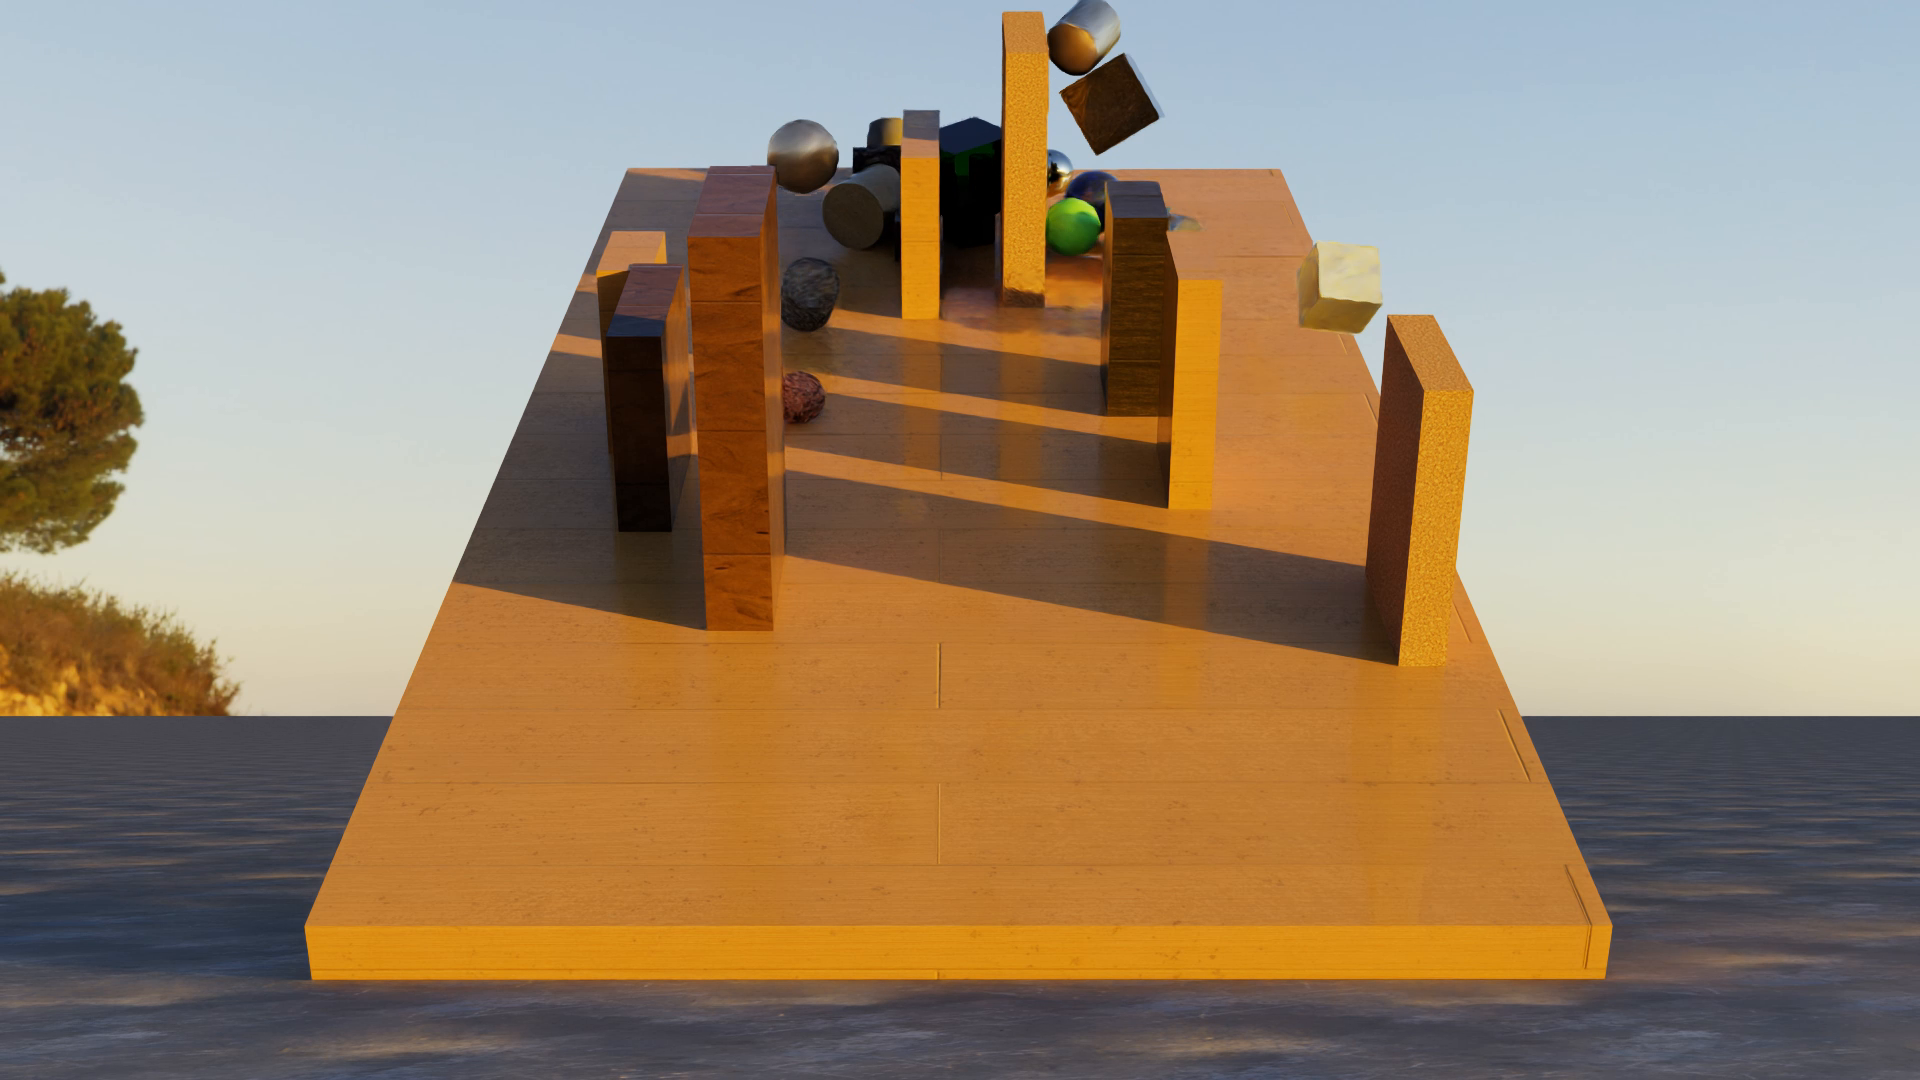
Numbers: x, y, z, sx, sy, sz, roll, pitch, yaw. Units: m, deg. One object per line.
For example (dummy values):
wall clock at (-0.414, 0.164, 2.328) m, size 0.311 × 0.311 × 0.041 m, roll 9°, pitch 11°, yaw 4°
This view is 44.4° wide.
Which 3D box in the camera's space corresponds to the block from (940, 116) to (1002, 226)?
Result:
block at (0.022, -1.013, 6.442) m, size 0.204 × 0.204 × 0.204 m, roll -23°, pitch 34°, yaw -26°

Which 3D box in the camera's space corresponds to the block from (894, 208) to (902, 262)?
block at (-0.121, -0.833, 6.428) m, size 0.115 × 0.115 × 0.115 m, roll -1°, pitch 26°, yaw 0°

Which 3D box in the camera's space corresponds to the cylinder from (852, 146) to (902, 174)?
cylinder at (-0.211, -1.026, 6.712) m, size 0.185 × 0.185 × 0.185 m, roll -2°, pitch 14°, yaw 0°

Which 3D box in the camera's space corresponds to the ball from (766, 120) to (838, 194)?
ball at (-0.438, -1.067, 6.534) m, size 0.202 × 0.202 × 0.202 m, roll 0°, pitch -4°, yaw 0°

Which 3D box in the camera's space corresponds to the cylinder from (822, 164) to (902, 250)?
cylinder at (-0.256, -0.927, 6.529) m, size 0.189 × 0.189 × 0.189 m, roll -2°, pitch 23°, yaw 27°

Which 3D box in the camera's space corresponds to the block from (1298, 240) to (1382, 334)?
block at (0.914, -0.609, 5.664) m, size 0.154 × 0.154 × 0.154 m, roll 5°, pitch -24°, yaw -10°

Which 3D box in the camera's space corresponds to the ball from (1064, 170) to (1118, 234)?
ball at (0.377, -0.941, 6.554) m, size 0.179 × 0.179 × 0.179 m, roll 0°, pitch -4°, yaw 0°

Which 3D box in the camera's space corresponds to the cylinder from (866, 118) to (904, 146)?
cylinder at (-0.202, -1.146, 6.964) m, size 0.154 × 0.154 × 0.154 m, roll 4°, pitch -18°, yaw 1°

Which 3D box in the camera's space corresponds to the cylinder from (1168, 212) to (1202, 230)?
cylinder at (0.524, -0.787, 6.257) m, size 0.179 × 0.179 × 0.179 m, roll 19°, pitch 8°, yaw 35°

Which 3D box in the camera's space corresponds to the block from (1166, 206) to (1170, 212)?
block at (0.492, -0.861, 6.461) m, size 0.117 × 0.117 × 0.117 m, roll 17°, pitch 23°, yaw 22°

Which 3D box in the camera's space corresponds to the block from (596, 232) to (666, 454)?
block at (-0.722, -0.443, 5.252) m, size 0.117 × 0.426 × 0.271 m, roll 0°, pitch 26°, yaw 0°

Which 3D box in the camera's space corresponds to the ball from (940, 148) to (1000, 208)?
ball at (0.024, -1.015, 6.707) m, size 0.203 × 0.203 × 0.203 m, roll 0°, pitch -4°, yaw 0°

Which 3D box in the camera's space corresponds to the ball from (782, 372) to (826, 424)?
ball at (-0.367, -0.325, 5.362) m, size 0.119 × 0.119 × 0.119 m, roll 0°, pitch -4°, yaw 0°

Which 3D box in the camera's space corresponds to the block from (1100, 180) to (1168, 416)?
block at (0.400, -0.559, 5.440) m, size 0.122 × 0.478 × 0.277 m, roll 0°, pitch 26°, yaw 0°

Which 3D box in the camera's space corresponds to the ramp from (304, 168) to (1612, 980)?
ramp at (-0.009, -0.229, 5.418) m, size 2.000 × 0.100 × 4.000 m, roll 0°, pitch 26°, yaw 0°

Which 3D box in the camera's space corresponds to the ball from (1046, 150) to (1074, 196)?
ball at (0.261, -1.064, 6.813) m, size 0.137 × 0.137 × 0.137 m, roll 0°, pitch -4°, yaw 0°

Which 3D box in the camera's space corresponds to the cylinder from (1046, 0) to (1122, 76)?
cylinder at (0.334, -1.359, 6.343) m, size 0.155 × 0.155 × 0.155 m, roll -3°, pitch 35°, yaw 38°

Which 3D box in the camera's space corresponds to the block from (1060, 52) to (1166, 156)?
block at (0.414, -1.180, 6.364) m, size 0.199 × 0.199 × 0.199 m, roll -29°, pitch 6°, yaw 14°

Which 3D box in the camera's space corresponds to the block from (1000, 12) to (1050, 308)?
block at (0.165, -0.996, 6.133) m, size 0.106 × 0.665 × 0.447 m, roll 0°, pitch 26°, yaw 0°

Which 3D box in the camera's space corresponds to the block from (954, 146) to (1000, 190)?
block at (0.049, -1.108, 6.994) m, size 0.110 × 0.110 × 0.110 m, roll -7°, pitch 19°, yaw -14°

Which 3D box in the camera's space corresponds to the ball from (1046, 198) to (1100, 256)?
ball at (0.305, -0.855, 6.427) m, size 0.159 × 0.159 × 0.159 m, roll 0°, pitch -4°, yaw 0°

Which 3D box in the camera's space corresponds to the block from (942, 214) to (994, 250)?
block at (0.025, -0.884, 6.546) m, size 0.107 × 0.107 × 0.107 m, roll -13°, pitch 29°, yaw -25°

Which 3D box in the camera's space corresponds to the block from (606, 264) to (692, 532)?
block at (-0.651, -0.307, 4.964) m, size 0.110 × 0.430 × 0.446 m, roll 0°, pitch 26°, yaw 0°

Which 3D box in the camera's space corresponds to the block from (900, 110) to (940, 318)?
block at (-0.101, -0.851, 6.111) m, size 0.095 × 0.423 × 0.441 m, roll 0°, pitch 26°, yaw 0°

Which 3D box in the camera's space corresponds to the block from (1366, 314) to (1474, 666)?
block at (0.853, -0.097, 4.398) m, size 0.087 × 0.547 × 0.386 m, roll 0°, pitch 26°, yaw 0°

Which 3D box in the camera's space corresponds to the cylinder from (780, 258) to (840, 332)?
cylinder at (-0.379, -0.611, 5.861) m, size 0.138 × 0.138 × 0.138 m, roll 1°, pitch -20°, yaw -11°

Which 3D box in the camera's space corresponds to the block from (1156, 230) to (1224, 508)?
block at (0.485, -0.364, 4.996) m, size 0.090 × 0.510 × 0.316 m, roll 0°, pitch 26°, yaw 0°

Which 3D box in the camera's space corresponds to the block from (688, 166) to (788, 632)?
block at (-0.417, -0.273, 4.486) m, size 0.126 × 0.781 × 0.431 m, roll 0°, pitch 26°, yaw 0°
